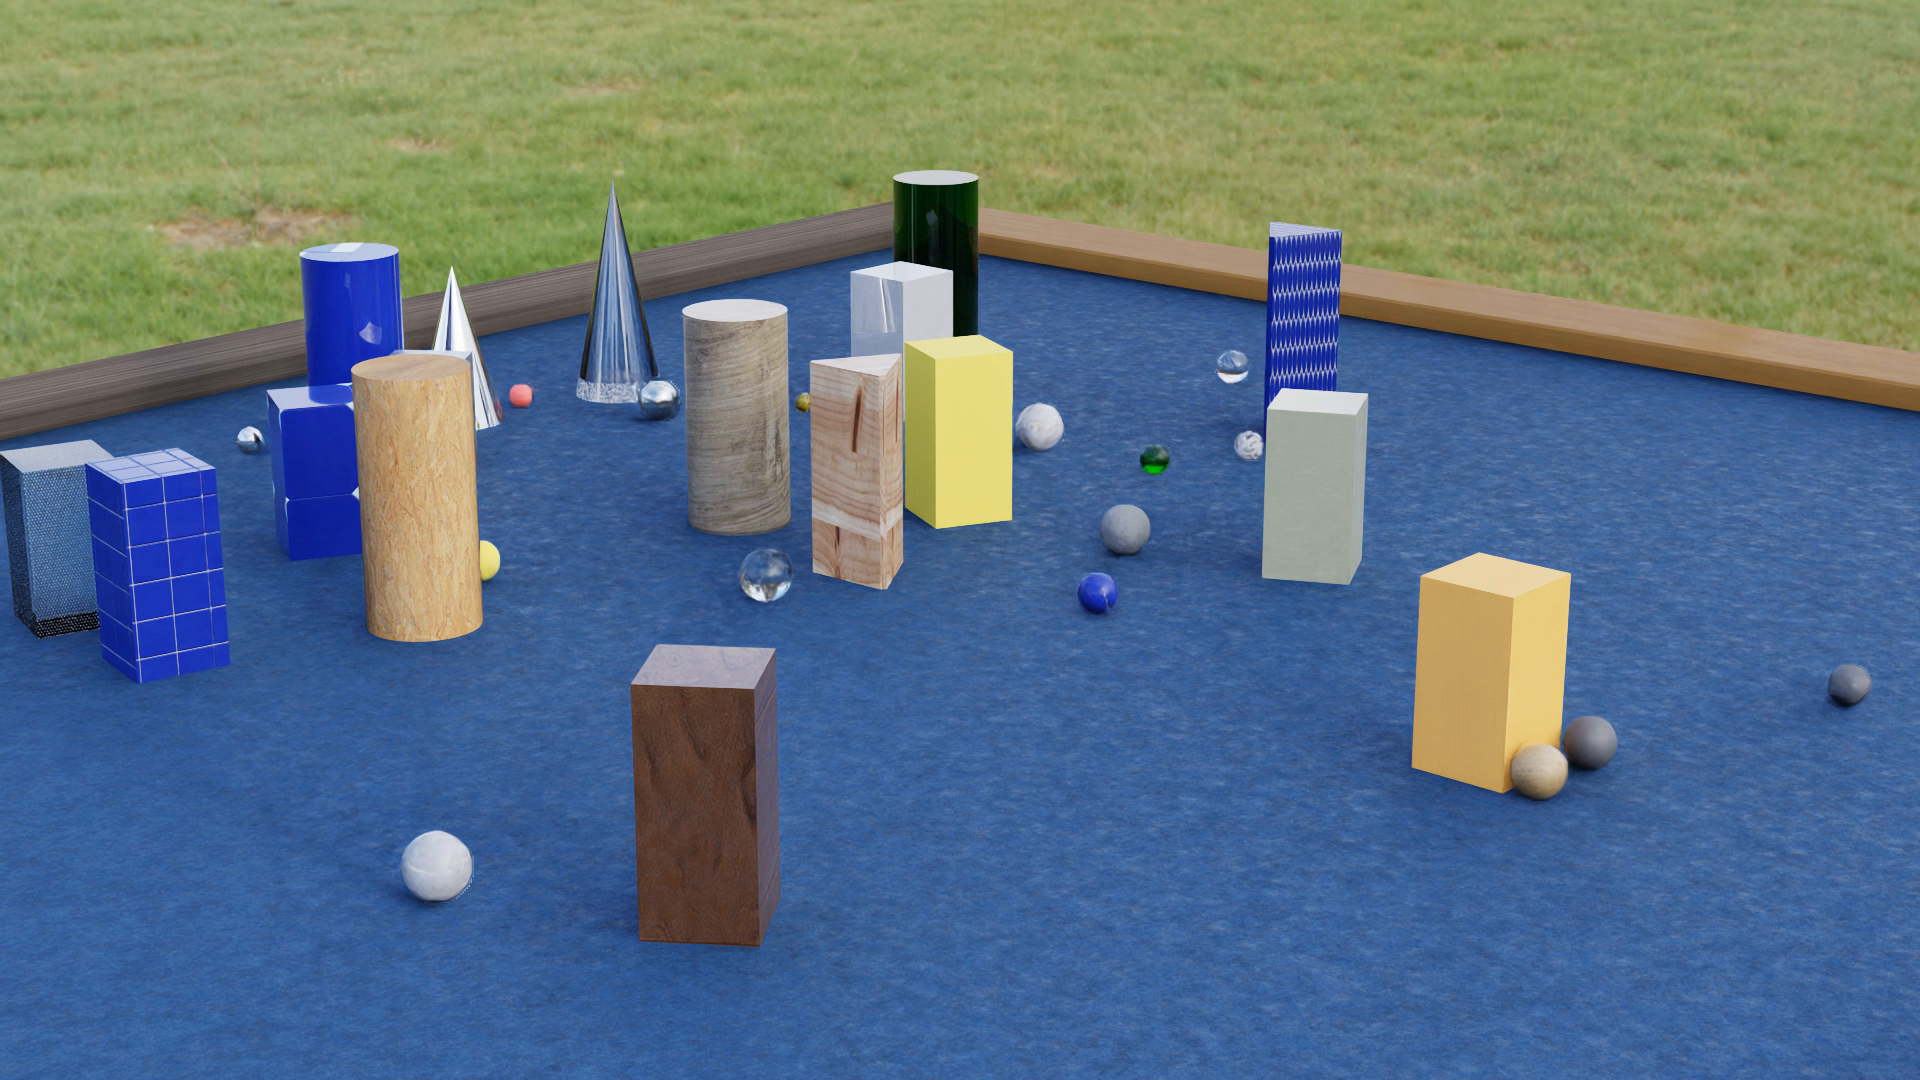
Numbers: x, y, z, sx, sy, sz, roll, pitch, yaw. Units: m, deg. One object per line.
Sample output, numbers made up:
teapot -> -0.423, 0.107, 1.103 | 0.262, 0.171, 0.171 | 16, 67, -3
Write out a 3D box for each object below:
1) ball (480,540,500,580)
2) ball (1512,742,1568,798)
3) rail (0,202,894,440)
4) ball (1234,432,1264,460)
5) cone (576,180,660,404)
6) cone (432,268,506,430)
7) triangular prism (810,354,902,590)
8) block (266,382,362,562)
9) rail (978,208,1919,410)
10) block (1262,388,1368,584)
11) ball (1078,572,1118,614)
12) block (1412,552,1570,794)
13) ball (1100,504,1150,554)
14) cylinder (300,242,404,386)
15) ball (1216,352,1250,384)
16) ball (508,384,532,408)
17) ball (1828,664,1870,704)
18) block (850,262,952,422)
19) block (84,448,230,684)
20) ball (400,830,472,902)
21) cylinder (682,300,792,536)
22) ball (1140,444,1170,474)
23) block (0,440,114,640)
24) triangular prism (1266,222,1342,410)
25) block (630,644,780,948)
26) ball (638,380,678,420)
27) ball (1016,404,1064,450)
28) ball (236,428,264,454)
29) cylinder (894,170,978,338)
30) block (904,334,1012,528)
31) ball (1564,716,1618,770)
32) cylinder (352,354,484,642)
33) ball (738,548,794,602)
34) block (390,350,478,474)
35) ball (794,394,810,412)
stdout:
ball -> -0.852, 0.036, 5.200 | 0.074, 0.074, 0.074 | 0, 17, 0
ball -> 0.833, 0.331, 4.211 | 0.081, 0.081, 0.081 | 0, 17, 0
rail -> -1.648, -0.382, 6.490 | 0.045, 0.127, 4.688 | 14, 22, 39
ball -> 0.589, -0.192, 5.983 | 0.060, 0.060, 0.060 | 0, 17, 0
cone -> -0.758, -0.559, 6.468 | 0.195, 0.482, 0.195 | 0, 17, 0
cone -> -1.076, -0.419, 6.255 | 0.195, 0.337, 0.195 | 0, 17, 0
triangular prism -> -0.153, -0.130, 5.209 | 0.169, 0.386, 0.146 | 13, 21, 38
block -> -1.171, -0.126, 5.377 | 0.156, 0.283, 0.156 | -6, 18, -20
rail -> 1.521, -0.474, 6.798 | 4.413, 0.127, 0.045 | 14, 22, 39
block -> 0.634, -0.097, 5.232 | 0.156, 0.310, 0.156 | 5, 17, 15
ball -> 0.236, 0.091, 5.023 | 0.071, 0.071, 0.071 | 0, 17, 0
block -> 0.778, 0.192, 4.297 | 0.156, 0.297, 0.156 | 15, 22, 40
ball -> 0.301, -0.020, 5.356 | 0.092, 0.092, 0.092 | 0, 17, 0
cylinder -> -1.223, -0.371, 5.935 | 0.195, 0.430, 0.195 | 0, 17, 0
ball -> 0.615, -0.389, 6.612 | 0.073, 0.073, 0.073 | 0, 17, 0
ball -> -0.959, -0.316, 6.405 | 0.052, 0.052, 0.052 | 0, 17, 0
ball -> 1.390, 0.226, 4.589 | 0.064, 0.064, 0.064 | 0, 17, 0
block -> -0.125, -0.432, 6.350 | 0.156, 0.305, 0.156 | 15, 22, 40
block -> -1.297, 0.039, 4.743 | 0.156, 0.332, 0.156 | -12, 21, -34
ball -> -0.690, 0.430, 3.863 | 0.093, 0.093, 0.093 | 0, 17, 0
cylinder -> -0.418, -0.232, 5.510 | 0.195, 0.408, 0.195 | 0, 17, 0
ball -> 0.392, -0.163, 5.882 | 0.061, 0.061, 0.061 | 0, 17, 0
block -> -1.514, -0.003, 4.960 | 0.156, 0.288, 0.156 | -10, 19, -30
triangular prism -> 0.684, -0.441, 6.158 | 0.169, 0.435, 0.146 | -7, 18, -23
block -> -0.323, 0.326, 3.762 | 0.156, 0.349, 0.156 | 2, 17, 6
ball -> -0.646, -0.300, 6.294 | 0.086, 0.086, 0.086 | 0, 17, 0
ball -> 0.165, -0.233, 6.053 | 0.097, 0.097, 0.097 | 0, 17, 0
ball -> -1.461, -0.205, 6.033 | 0.055, 0.055, 0.055 | 0, 17, 0
cylinder -> -0.055, -0.614, 6.724 | 0.195, 0.438, 0.195 | 0, 17, 0
block -> -0.003, -0.207, 5.568 | 0.156, 0.327, 0.156 | -7, 18, -22
ball -> 0.929, 0.299, 4.322 | 0.079, 0.079, 0.079 | 0, 17, 0
cylinder -> -0.908, -0.072, 4.914 | 0.195, 0.447, 0.195 | 0, 17, 0
ball -> -0.337, 0.060, 5.085 | 0.094, 0.094, 0.094 | 0, 17, 0
block -> -1.053, -0.236, 5.800 | 0.156, 0.249, 0.156 | 1, 17, 4
ball -> -0.338, -0.299, 6.369 | 0.041, 0.041, 0.041 | 0, 17, 0
